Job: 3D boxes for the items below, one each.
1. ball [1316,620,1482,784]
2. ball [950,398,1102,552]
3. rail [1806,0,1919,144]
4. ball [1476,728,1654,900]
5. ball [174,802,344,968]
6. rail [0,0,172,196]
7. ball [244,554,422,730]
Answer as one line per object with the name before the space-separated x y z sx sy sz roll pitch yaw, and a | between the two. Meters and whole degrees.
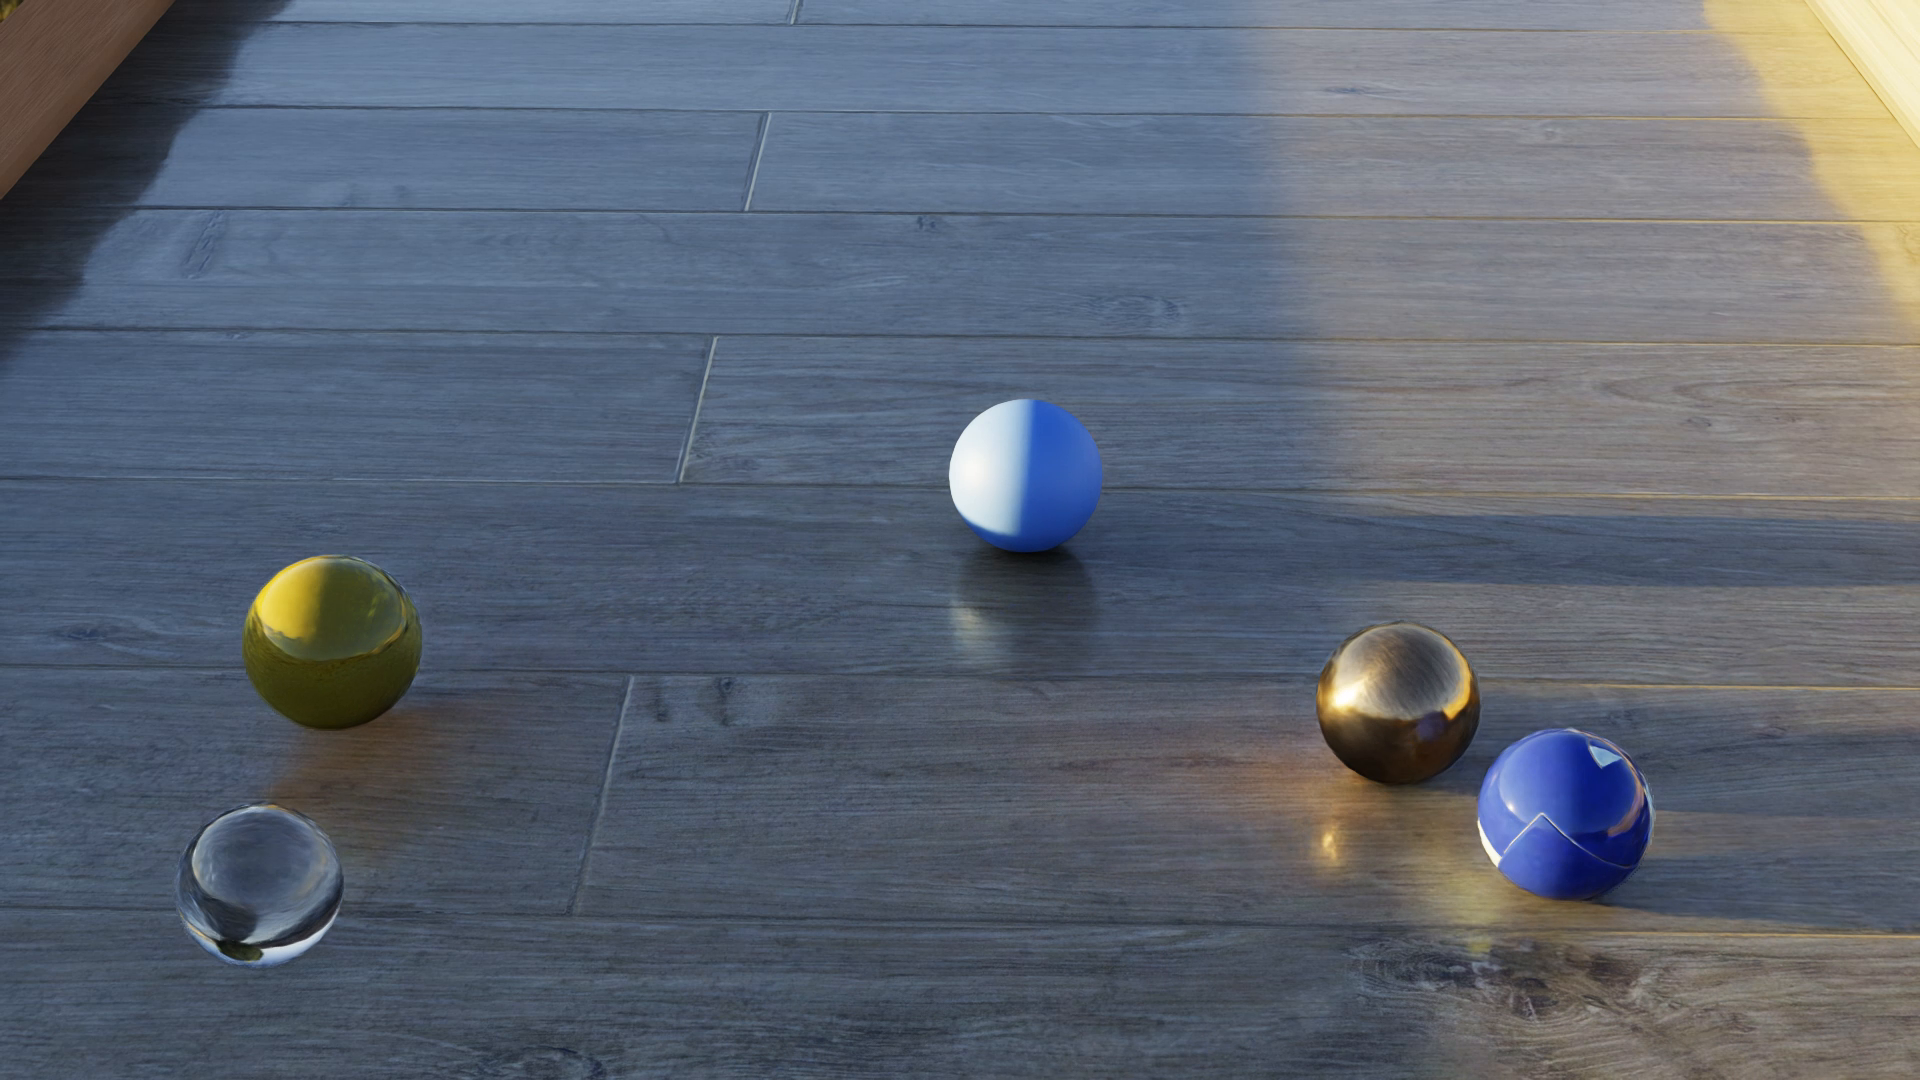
ball | 0.240 0.089 1.613 0.090 0.090 0.090 0 27 0
ball | 0.042 -0.040 1.855 0.097 0.097 0.097 0 27 0
rail | 0.804 -0.380 2.473 0.045 0.129 3.214 1 27 1
ball | 0.311 0.141 1.514 0.089 0.089 0.089 0 27 0
ball | -0.348 0.172 1.462 0.082 0.082 0.082 0 27 0
rail | -0.766 -0.397 2.506 0.045 0.129 3.214 1 27 1
ball | -0.354 0.058 1.664 0.099 0.099 0.099 0 27 0
